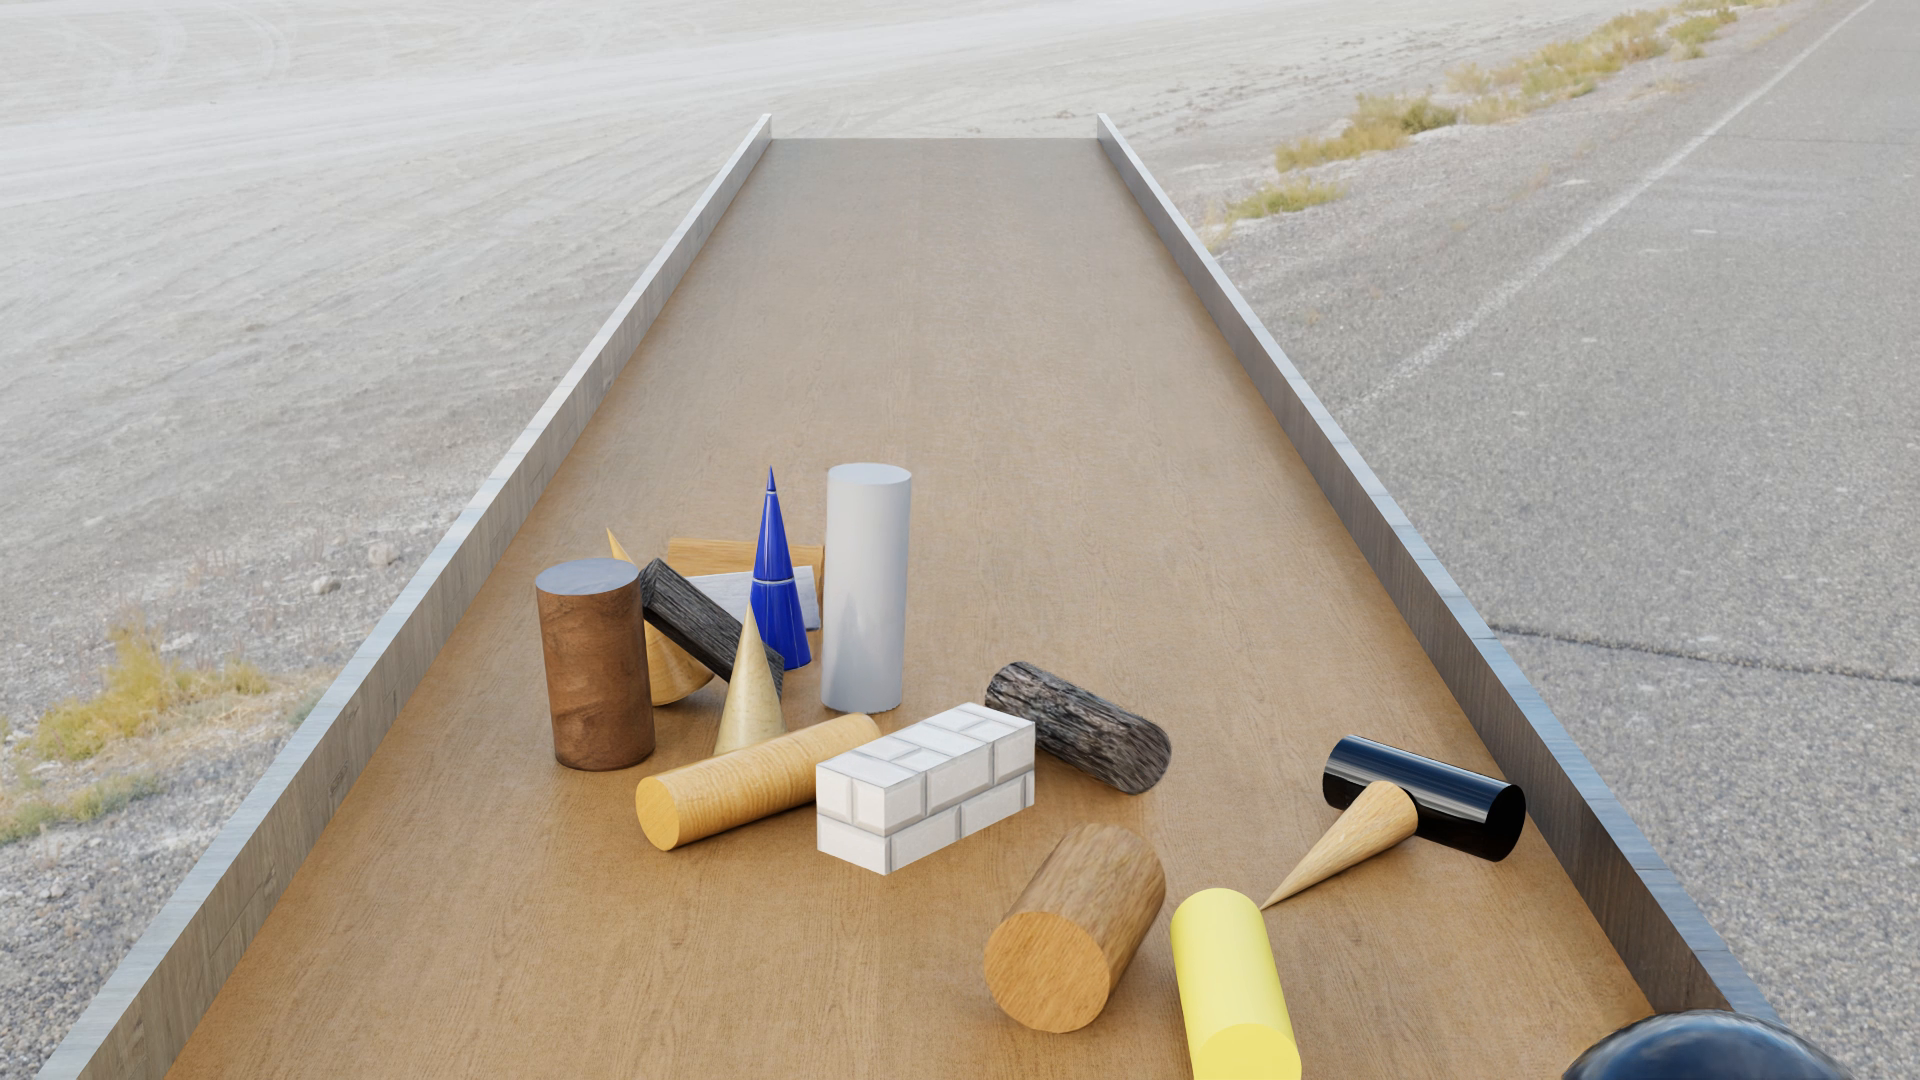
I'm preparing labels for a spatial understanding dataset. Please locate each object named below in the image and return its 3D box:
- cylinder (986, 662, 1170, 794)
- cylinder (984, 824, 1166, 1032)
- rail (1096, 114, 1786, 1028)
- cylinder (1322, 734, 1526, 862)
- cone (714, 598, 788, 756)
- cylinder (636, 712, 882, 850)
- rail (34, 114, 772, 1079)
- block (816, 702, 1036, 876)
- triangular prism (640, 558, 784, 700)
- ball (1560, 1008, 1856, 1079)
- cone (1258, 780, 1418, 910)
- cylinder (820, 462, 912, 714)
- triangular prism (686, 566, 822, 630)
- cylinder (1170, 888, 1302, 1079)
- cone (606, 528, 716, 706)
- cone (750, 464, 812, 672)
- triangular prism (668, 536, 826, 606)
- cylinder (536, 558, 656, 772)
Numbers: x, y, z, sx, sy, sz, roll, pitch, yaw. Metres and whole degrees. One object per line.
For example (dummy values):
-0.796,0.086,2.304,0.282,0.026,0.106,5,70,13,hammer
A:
0.204,0.330,3.896,0.127,0.127,0.376,-11,20,-33,cylinder
0.166,0.540,3.098,0.178,0.178,0.307,6,17,18,cylinder
0.932,-0.844,7.801,0.050,0.150,12.000,0,17,-1,rail
0.755,0.419,3.592,0.305,0.128,0.128,16,23,42,cylinder
-0.367,0.246,3.870,0.149,0.303,0.149,0,17,0,cone
-0.327,0.399,3.672,0.431,0.122,0.122,-14,22,-40,cylinder
-1.118,-0.838,7.780,0.050,0.150,12.000,0,17,-1,rail
-0.052,0.402,3.614,0.148,0.148,0.372,14,21,39,block
-0.461,0.167,4.068,0.106,0.092,0.400,15,-20,41,triangular prism
0.783,0.679,2.284,0.376,0.376,0.376,0,17,0,ball
0.572,0.502,3.446,0.106,0.106,0.367,15,31,41,cone
-0.178,0.090,4.130,0.155,0.445,0.155,3,17,-1,cylinder
-0.482,0.127,4.581,0.359,0.119,0.137,-5,17,-17,triangular prism
0.363,0.611,2.938,0.135,0.135,0.385,0,17,1,cylinder
-0.595,0.128,4.145,0.141,0.344,0.141,-21,15,6,cone
-0.370,0.045,4.358,0.145,0.409,0.145,0,17,0,cone
-0.464,0.059,4.807,0.348,0.119,0.138,3,17,11,triangular prism
-0.642,0.219,3.885,0.180,0.333,0.180,-2,20,1,cylinder
